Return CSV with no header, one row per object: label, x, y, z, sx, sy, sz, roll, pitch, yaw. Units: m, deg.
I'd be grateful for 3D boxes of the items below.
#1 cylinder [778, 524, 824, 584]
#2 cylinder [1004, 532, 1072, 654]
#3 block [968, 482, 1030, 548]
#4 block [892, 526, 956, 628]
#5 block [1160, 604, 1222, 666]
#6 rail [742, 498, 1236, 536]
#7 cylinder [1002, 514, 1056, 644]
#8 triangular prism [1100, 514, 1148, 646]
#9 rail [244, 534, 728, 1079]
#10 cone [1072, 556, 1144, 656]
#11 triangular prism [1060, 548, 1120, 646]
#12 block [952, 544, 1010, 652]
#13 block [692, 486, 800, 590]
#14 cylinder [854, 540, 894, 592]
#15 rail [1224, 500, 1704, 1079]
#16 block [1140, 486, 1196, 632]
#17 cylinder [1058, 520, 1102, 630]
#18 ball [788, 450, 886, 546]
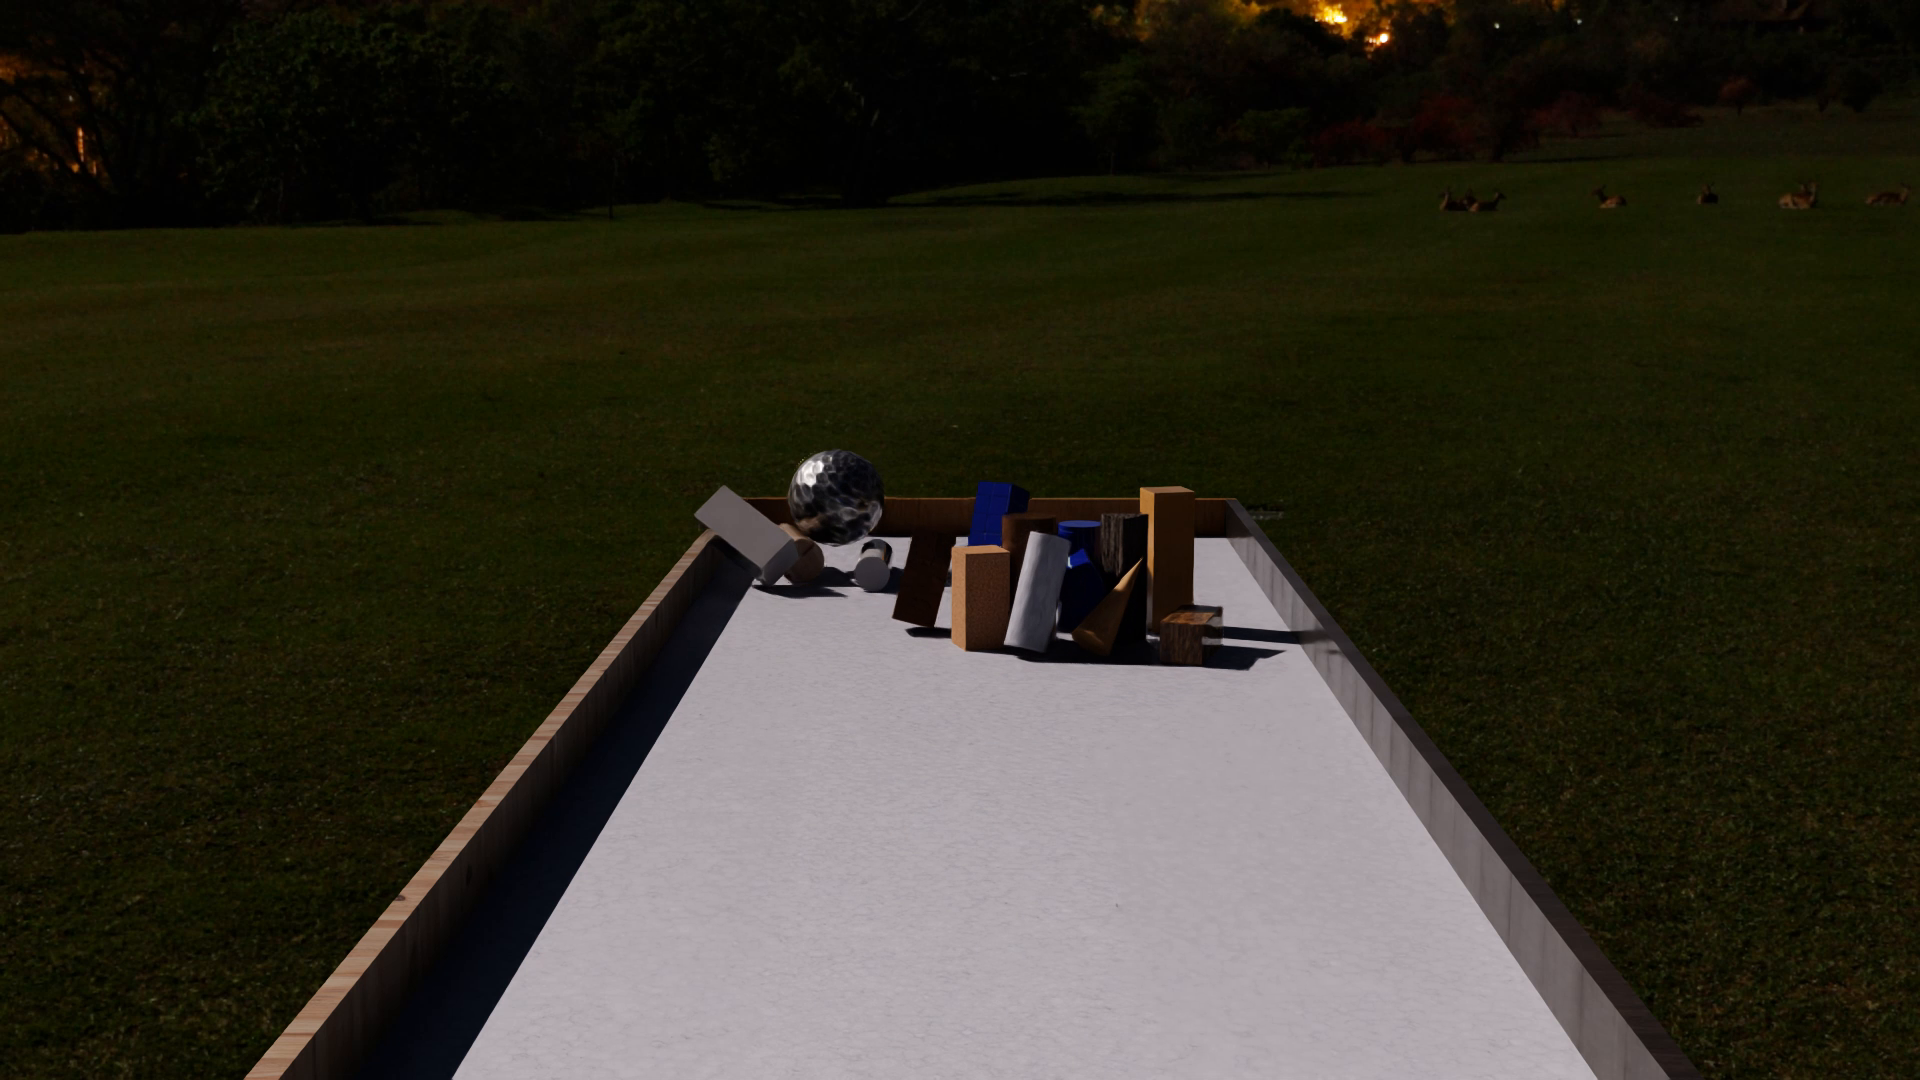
cylinder,-0.623,0.048,8.190,0.163,0.163,0.396,-2,9,-14
cylinder,0.241,0.164,6.763,0.135,0.356,0.135,13,-5,1
block,0.108,0.043,7.251,0.126,0.450,0.126,5,-10,30
block,-0.114,0.120,7.134,0.137,0.308,0.137,14,0,0
block,0.712,0.291,6.763,0.128,0.128,0.306,3,9,18
rail,0.099,-0.098,9.147,2.100,0.150,0.050,0,9,1
cylinder,0.217,0.123,6.936,0.172,0.400,0.172,0,7,0
triangular prism,0.499,0.120,6.963,0.128,0.402,0.147,6,10,34
rail,-1.004,0.839,3.234,0.050,0.150,12.000,0,9,1
cone,0.486,0.182,6.779,0.135,0.345,0.135,27,-23,13
triangular prism,0.417,0.175,6.921,0.145,0.125,0.305,8,39,-34
block,0.065,0.180,6.895,0.146,0.305,0.146,-3,9,-17
block,-0.768,-0.011,7.911,0.345,0.161,0.161,37,-19,23
cylinder,-0.312,0.091,8.030,0.128,0.128,0.391,0,9,0
rail,1.046,0.843,3.208,0.050,0.150,12.000,0,9,1
block,0.673,0.062,7.166,0.139,0.455,0.139,-2,9,-14
cylinder,0.394,0.114,7.211,0.150,0.338,0.150,0,9,0
ball,-0.461,-0.158,8.227,0.363,0.363,0.363,0,9,0
